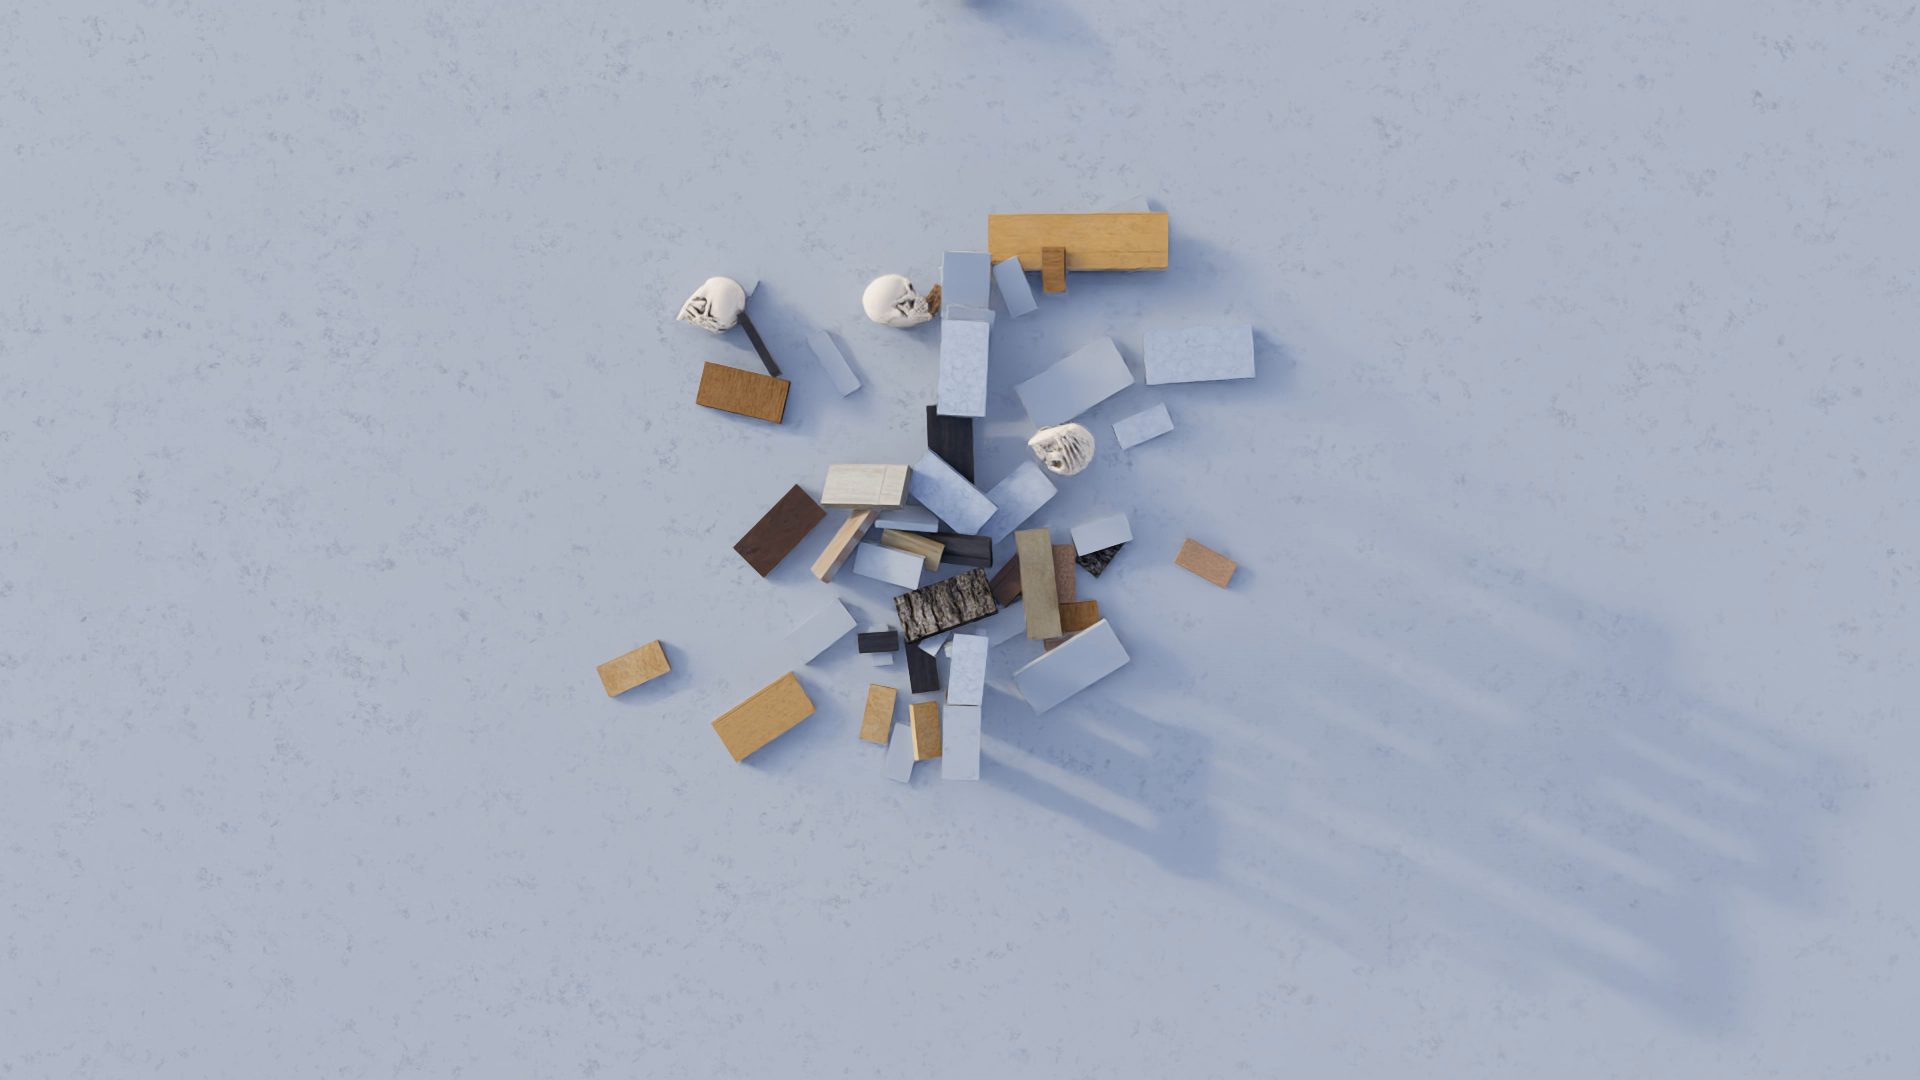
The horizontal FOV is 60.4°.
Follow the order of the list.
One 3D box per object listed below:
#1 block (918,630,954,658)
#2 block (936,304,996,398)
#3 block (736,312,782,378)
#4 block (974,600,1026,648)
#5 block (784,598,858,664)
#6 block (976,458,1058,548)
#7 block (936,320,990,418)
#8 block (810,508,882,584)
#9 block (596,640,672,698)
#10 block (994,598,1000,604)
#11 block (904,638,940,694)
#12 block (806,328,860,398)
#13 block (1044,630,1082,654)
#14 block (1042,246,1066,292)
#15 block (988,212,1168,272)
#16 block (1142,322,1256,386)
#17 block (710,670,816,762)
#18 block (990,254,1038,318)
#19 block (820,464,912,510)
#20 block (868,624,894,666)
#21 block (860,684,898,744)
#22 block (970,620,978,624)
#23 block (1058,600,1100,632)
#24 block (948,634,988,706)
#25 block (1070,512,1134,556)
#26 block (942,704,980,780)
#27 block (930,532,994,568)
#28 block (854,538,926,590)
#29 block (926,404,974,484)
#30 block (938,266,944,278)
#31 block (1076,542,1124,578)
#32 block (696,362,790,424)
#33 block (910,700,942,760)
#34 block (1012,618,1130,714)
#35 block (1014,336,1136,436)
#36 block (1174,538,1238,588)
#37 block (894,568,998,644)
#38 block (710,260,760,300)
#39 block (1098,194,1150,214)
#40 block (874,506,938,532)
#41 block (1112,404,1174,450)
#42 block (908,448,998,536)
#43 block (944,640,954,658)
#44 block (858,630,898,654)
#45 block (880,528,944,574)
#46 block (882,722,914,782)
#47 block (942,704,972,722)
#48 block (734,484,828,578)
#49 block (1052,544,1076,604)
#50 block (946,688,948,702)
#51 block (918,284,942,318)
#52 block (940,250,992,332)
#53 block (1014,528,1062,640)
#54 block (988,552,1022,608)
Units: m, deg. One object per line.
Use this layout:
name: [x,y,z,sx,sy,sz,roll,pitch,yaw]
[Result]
block: [-0.073,0.315,5.458,0.066,0.019,0.135,31,81,18]
block: [0.018,-0.612,5.438,0.154,0.044,0.309,7,104,-3]
block: [-0.662,-0.644,5.444,0.032,0.112,0.223,-30,90,0]
block: [0.150,0.280,5.486,0.194,0.027,0.097,-25,90,0]
block: [-0.461,0.303,5.484,0.222,0.031,0.111,-37,90,0]
block: [0.165,-0.121,5.479,0.298,0.042,0.149,-40,90,0]
block: [0.010,-0.554,5.359,0.154,0.044,0.309,3,86,-2]
block: [-0.369,-0.010,5.443,0.032,0.112,0.328,36,90,-28]
block: [-1.084,0.427,5.484,0.223,0.032,0.112,-24,90,0]
block: [0.153,0.170,5.493,0.094,0.013,0.047,-36,90,0]
block: [-0.126,0.412,5.487,0.093,0.026,0.186,-8,90,0]
block: [-0.421,-0.589,5.490,0.072,0.021,0.227,-33,90,0]
block: [0.374,0.351,5.487,0.186,0.026,0.093,-7,90,0]
block: [0.309,-0.887,5.409,0.072,0.021,0.145,0,98,11]
block: [0.389,-0.982,5.445,0.589,0.051,0.180,0,89,5]
block: [0.791,-0.615,5.475,0.359,0.051,0.180,-4,90,0]
block: [-0.651,0.586,5.478,0.314,0.044,0.157,-33,90,0]
block: [0.180,-0.836,5.447,0.093,0.026,0.186,-20,110,13]
block: [-0.306,-0.175,5.400,0.287,0.041,0.144,2,68,24]
block: [-0.264,0.351,5.491,0.066,0.019,0.132,-8,90,0]
block: [-0.271,0.578,5.487,0.092,0.026,0.184,11,90,0]
block: [0.027,0.230,5.478,0.047,0.013,0.094,-17,76,1]
block: [0.359,0.258,5.487,0.202,0.026,0.093,-6,90,0]
block: [0.025,0.413,5.264,0.110,0.031,0.221,6,90,0]
block: [0.469,-0.019,5.460,0.188,0.027,0.094,-18,90,0]
block: [0.005,0.644,5.249,0.117,0.033,0.234,1,90,0]
block: [0.004,0.032,5.430,0.206,0.029,0.103,6,123,18]
block: [-0.234,0.081,5.452,0.222,0.031,0.111,16,109,8]
block: [-0.030,-0.296,5.429,0.149,0.042,0.298,-1,101,4]
block: [-0.031,-0.859,5.467,0.054,0.015,0.107,-21,112,-15]
block: [0.477,0.024,5.487,0.094,0.027,0.188,38,90,0]
block: [-0.720,-0.489,5.480,0.287,0.041,0.144,13,90,0]
block: [-0.113,0.631,5.465,0.092,0.026,0.184,-6,90,-31]
block: [0.368,0.419,5.454,0.358,0.044,0.157,-31,98,4]
block: [0.379,-0.513,5.475,0.359,0.051,0.180,-30,90,0]
block: [0.818,0.077,5.487,0.188,0.027,0.094,28,90,0]
block: [-0.048,0.217,5.446,0.314,0.044,0.157,-19,73,4]
block: [-0.747,-0.865,5.490,0.145,0.021,0.072,27,90,0]
block: [0.540,-1.070,5.487,0.186,0.026,0.093,-24,90,0]
block: [-0.173,-0.074,5.449,0.206,0.103,0.029,5,125,0]
block: [0.608,-0.377,5.487,0.186,0.026,0.093,-22,90,0]
block: [-0.036,-0.148,5.416,0.298,0.042,0.149,40,101,-5]
block: [0.007,0.348,5.389,0.110,0.221,0.031,-11,91,0]
block: [-0.271,0.339,5.472,0.132,0.019,0.066,-4,90,0]
block: [-0.161,0.028,5.450,0.206,0.029,0.103,20,126,5]
block: [-0.192,0.706,5.487,0.092,0.026,0.184,15,90,0]
block: [0.003,0.563,5.383,0.117,0.234,0.033,0,90,0]
block: [-0.596,-0.031,5.480,0.144,0.041,0.299,45,90,0]
block: [0.335,0.113,5.486,0.097,0.027,0.194,-2,90,0]
block: [0.009,0.495,5.390,0.110,0.221,0.031,-13,90,0]
block: [-0.086,-0.795,5.492,0.054,0.015,0.107,32,90,0]
block: [0.017,-0.794,5.439,0.154,0.044,0.309,2,104,-3]
block: [0.258,0.145,5.439,0.111,0.031,0.362,-7,94,-7]
block: [0.181,0.122,5.473,0.097,0.027,0.194,42,87,11]
